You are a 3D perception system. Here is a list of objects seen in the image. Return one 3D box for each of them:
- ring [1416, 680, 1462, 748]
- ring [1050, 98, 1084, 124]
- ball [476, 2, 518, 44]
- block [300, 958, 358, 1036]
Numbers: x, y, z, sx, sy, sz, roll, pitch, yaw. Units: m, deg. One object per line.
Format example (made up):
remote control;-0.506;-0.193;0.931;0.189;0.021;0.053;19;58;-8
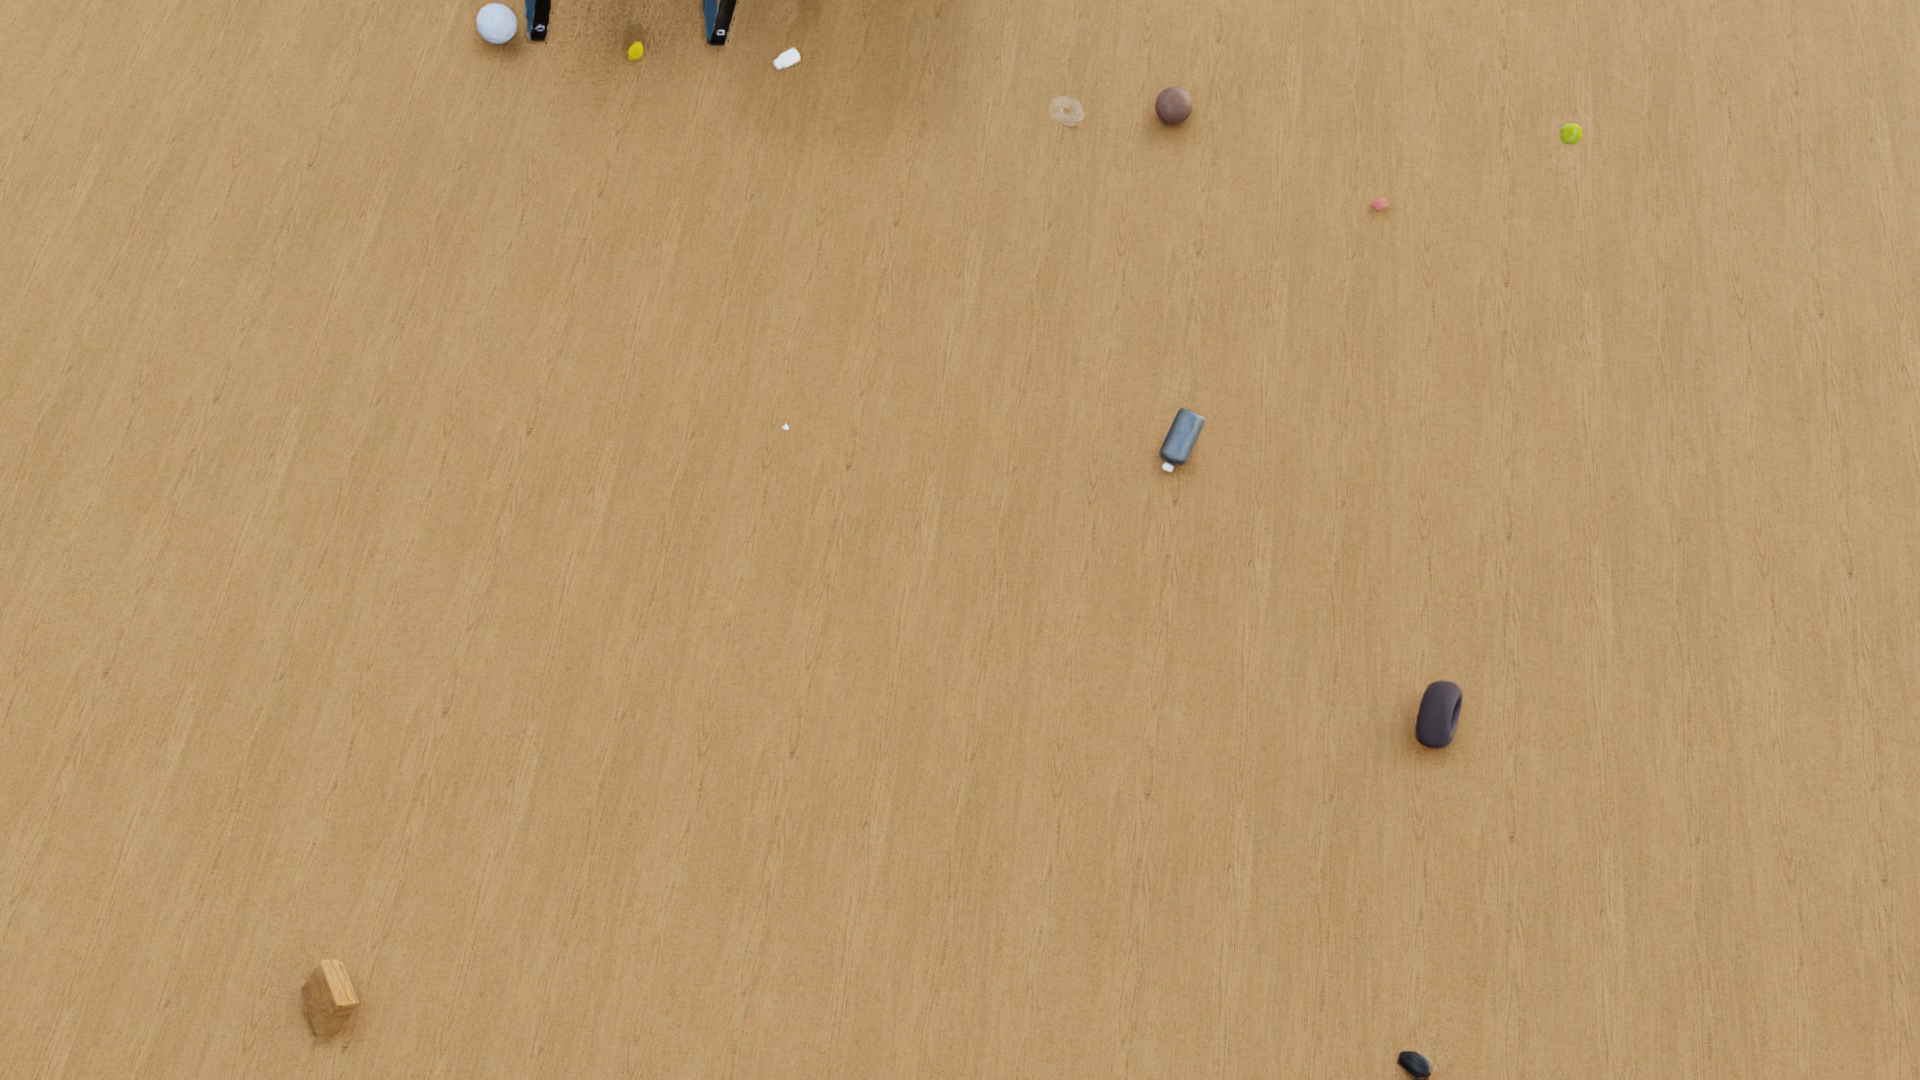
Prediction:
ring;1.344;0.489;6.173;0.095;0.123;0.210;9;58;25
ring;0.367;-1.466;7.522;0.124;0.035;0.091;29;86;19
ball;-1.623;-1.809;7.702;0.141;0.141;0.141;0;56;0
block;-1.634;1.183;5.694;0.060;0.134;0.139;3;45;-46
